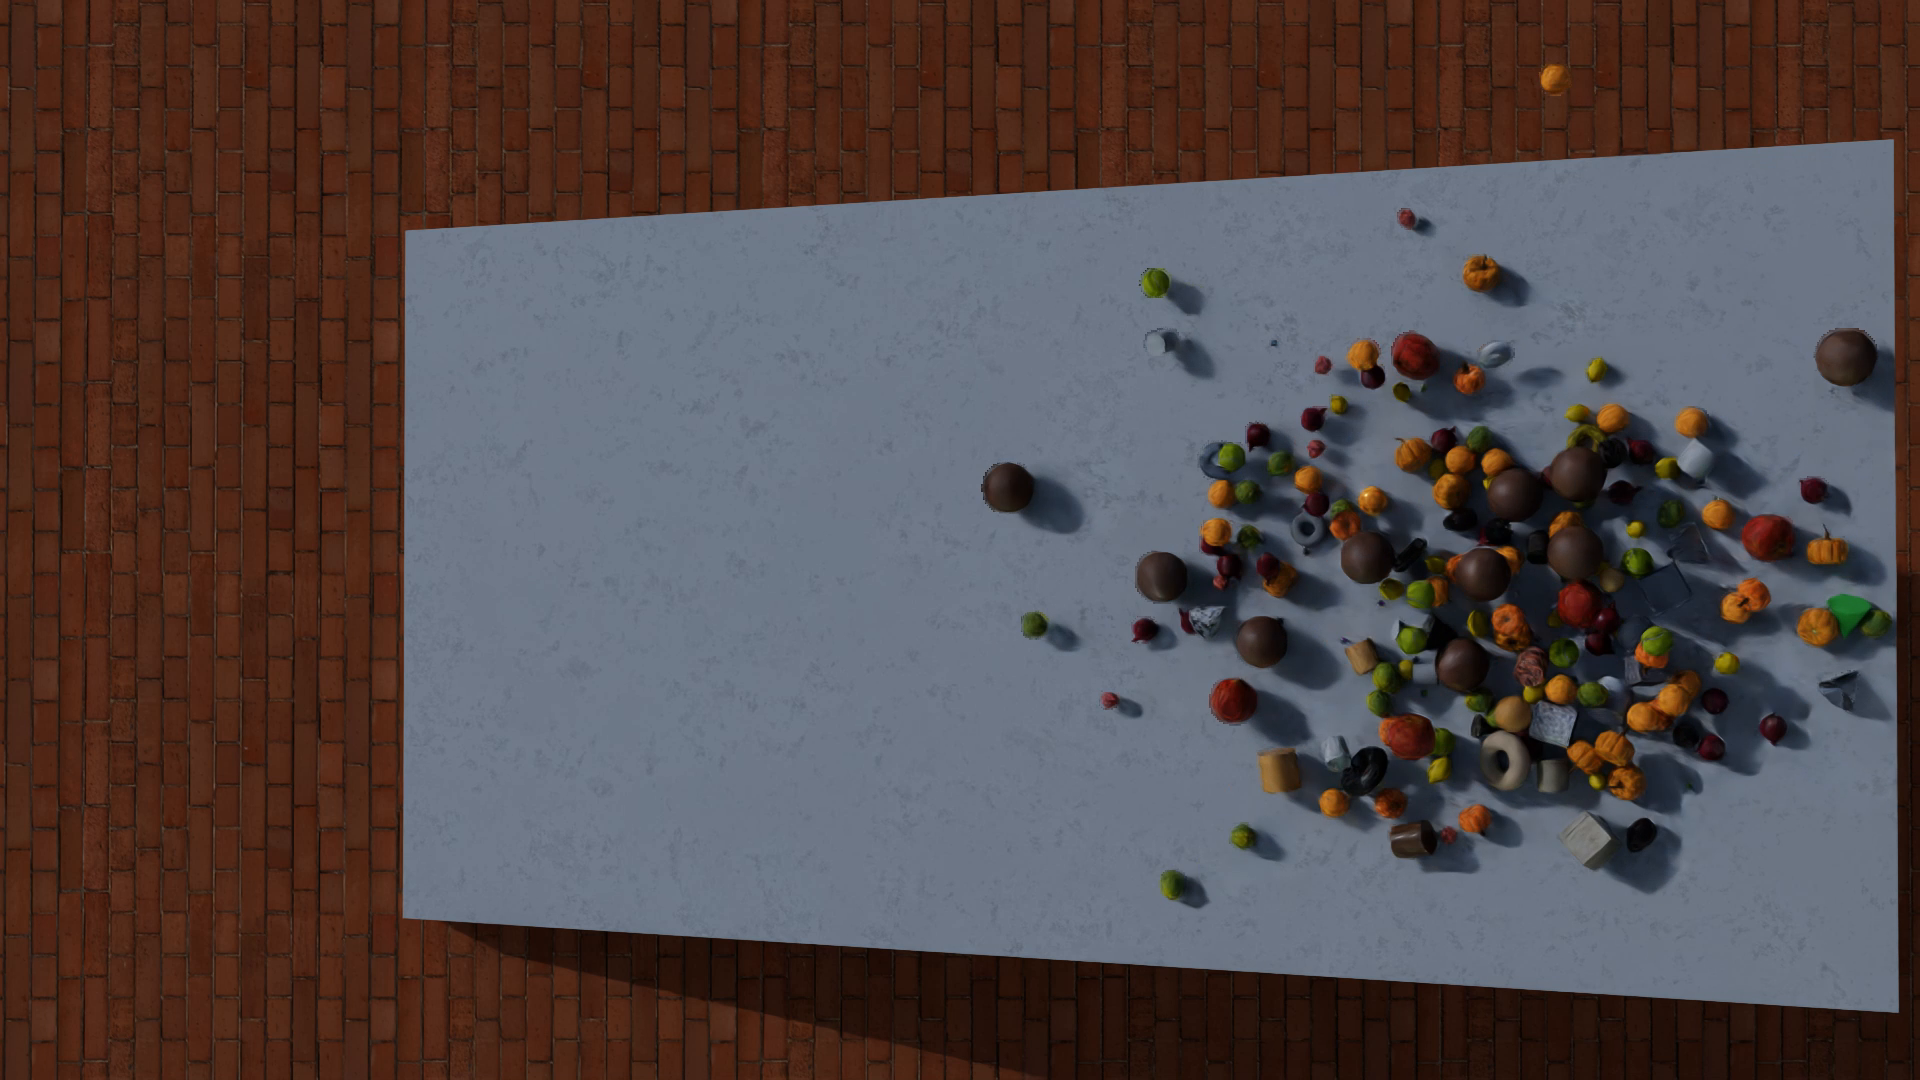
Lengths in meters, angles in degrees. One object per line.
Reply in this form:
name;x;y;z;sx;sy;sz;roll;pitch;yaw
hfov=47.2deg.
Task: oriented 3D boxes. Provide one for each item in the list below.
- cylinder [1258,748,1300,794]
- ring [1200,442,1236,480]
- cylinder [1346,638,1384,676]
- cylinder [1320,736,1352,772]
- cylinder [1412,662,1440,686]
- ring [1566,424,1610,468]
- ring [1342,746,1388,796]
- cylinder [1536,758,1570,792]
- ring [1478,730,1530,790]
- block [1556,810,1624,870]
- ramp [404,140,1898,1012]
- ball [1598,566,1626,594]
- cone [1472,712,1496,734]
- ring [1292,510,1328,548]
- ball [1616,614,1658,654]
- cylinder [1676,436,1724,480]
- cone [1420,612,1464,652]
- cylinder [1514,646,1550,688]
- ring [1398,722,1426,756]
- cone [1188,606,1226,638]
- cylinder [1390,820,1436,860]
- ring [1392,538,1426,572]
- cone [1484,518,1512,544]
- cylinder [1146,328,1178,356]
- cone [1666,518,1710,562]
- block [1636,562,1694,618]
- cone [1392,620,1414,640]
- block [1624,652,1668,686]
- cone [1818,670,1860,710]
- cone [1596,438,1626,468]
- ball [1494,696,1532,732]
cylinder;0.793;0.572;5.456;0.092;0.092;0.092;-10;95;0
ring;0.652;-0.201;5.562;0.097;0.032;0.097;0;91;19
cylinder;0.993;0.289;5.407;0.071;0.071;0.071;-23;79;0
cylinder;0.922;0.524;5.389;0.063;0.063;0.063;-10;48;0
cylinder;1.137;0.329;5.365;0.057;0.057;0.057;-3;89;20
ring;1.501;-0.226;5.254;0.103;0.034;0.103;-1;88;20
ring;0.991;0.566;5.381;0.046;0.139;0.139;36;89;-16
cylinder;1.417;0.561;5.252;0.074;0.074;0.074;-3;88;0
ring;1.307;0.529;5.277;0.049;0.146;0.146;-3;89;-34
block;1.490;0.711;5.199;0.093;0.093;0.093;-48;54;13
ramp;0.280;0.090;5.763;4.000;0.100;2.000;0;89;20
ball;1.526;0.094;5.148;0.061;0.061;0.061;0;89;0
cone;1.280;0.457;5.328;0.061;0.061;0.061;24;89;20
ring;0.870;-0.027;5.481;0.092;0.031;0.092;-1;88;21
ball;1.587;0.221;5.154;0.091;0.091;0.091;0;89;0
cylinder;1.725;-0.192;5.127;0.076;0.076;0.076;29;118;0
cone;1.182;0.236;5.352;0.098;0.098;0.098;15;89;-3
cylinder;1.367;0.303;5.261;0.071;0.071;0.071;13;126;18
ring;1.101;0.485;5.350;0.085;0.028;0.085;-9;106;-34
cone;0.637;0.186;5.512;0.091;0.091;0.091;20;51;-26
cylinder;1.102;0.729;5.349;0.083;0.083;0.083;-16;89;35
ring;1.096;0.037;5.356;0.035;0.105;0.105;44;89;11
cone;1.293;-0.026;5.255;0.065;0.065;0.065;0;79;2
cylinder;0.513;-0.501;5.575;0.060;0.060;0.060;17;118;35
cone;1.713;-0.010;5.159;0.098;0.098;0.098;11;73;0
block;1.649;0.116;5.142;0.092;0.092;0.092;-29;77;11
cone;1.095;0.226;5.400;0.054;0.054;0.054;13;89;-7
block;1.604;0.303;5.144;0.067;0.067;0.067;0;77;-10
cone;2.038;0.327;5.048;0.090;0.090;0.090;-43;89;-13
cone;1.518;-0.216;5.176;0.075;0.075;0.075;-17;61;35
ball;1.315;0.414;5.227;0.089;0.089;0.089;0;89;0
